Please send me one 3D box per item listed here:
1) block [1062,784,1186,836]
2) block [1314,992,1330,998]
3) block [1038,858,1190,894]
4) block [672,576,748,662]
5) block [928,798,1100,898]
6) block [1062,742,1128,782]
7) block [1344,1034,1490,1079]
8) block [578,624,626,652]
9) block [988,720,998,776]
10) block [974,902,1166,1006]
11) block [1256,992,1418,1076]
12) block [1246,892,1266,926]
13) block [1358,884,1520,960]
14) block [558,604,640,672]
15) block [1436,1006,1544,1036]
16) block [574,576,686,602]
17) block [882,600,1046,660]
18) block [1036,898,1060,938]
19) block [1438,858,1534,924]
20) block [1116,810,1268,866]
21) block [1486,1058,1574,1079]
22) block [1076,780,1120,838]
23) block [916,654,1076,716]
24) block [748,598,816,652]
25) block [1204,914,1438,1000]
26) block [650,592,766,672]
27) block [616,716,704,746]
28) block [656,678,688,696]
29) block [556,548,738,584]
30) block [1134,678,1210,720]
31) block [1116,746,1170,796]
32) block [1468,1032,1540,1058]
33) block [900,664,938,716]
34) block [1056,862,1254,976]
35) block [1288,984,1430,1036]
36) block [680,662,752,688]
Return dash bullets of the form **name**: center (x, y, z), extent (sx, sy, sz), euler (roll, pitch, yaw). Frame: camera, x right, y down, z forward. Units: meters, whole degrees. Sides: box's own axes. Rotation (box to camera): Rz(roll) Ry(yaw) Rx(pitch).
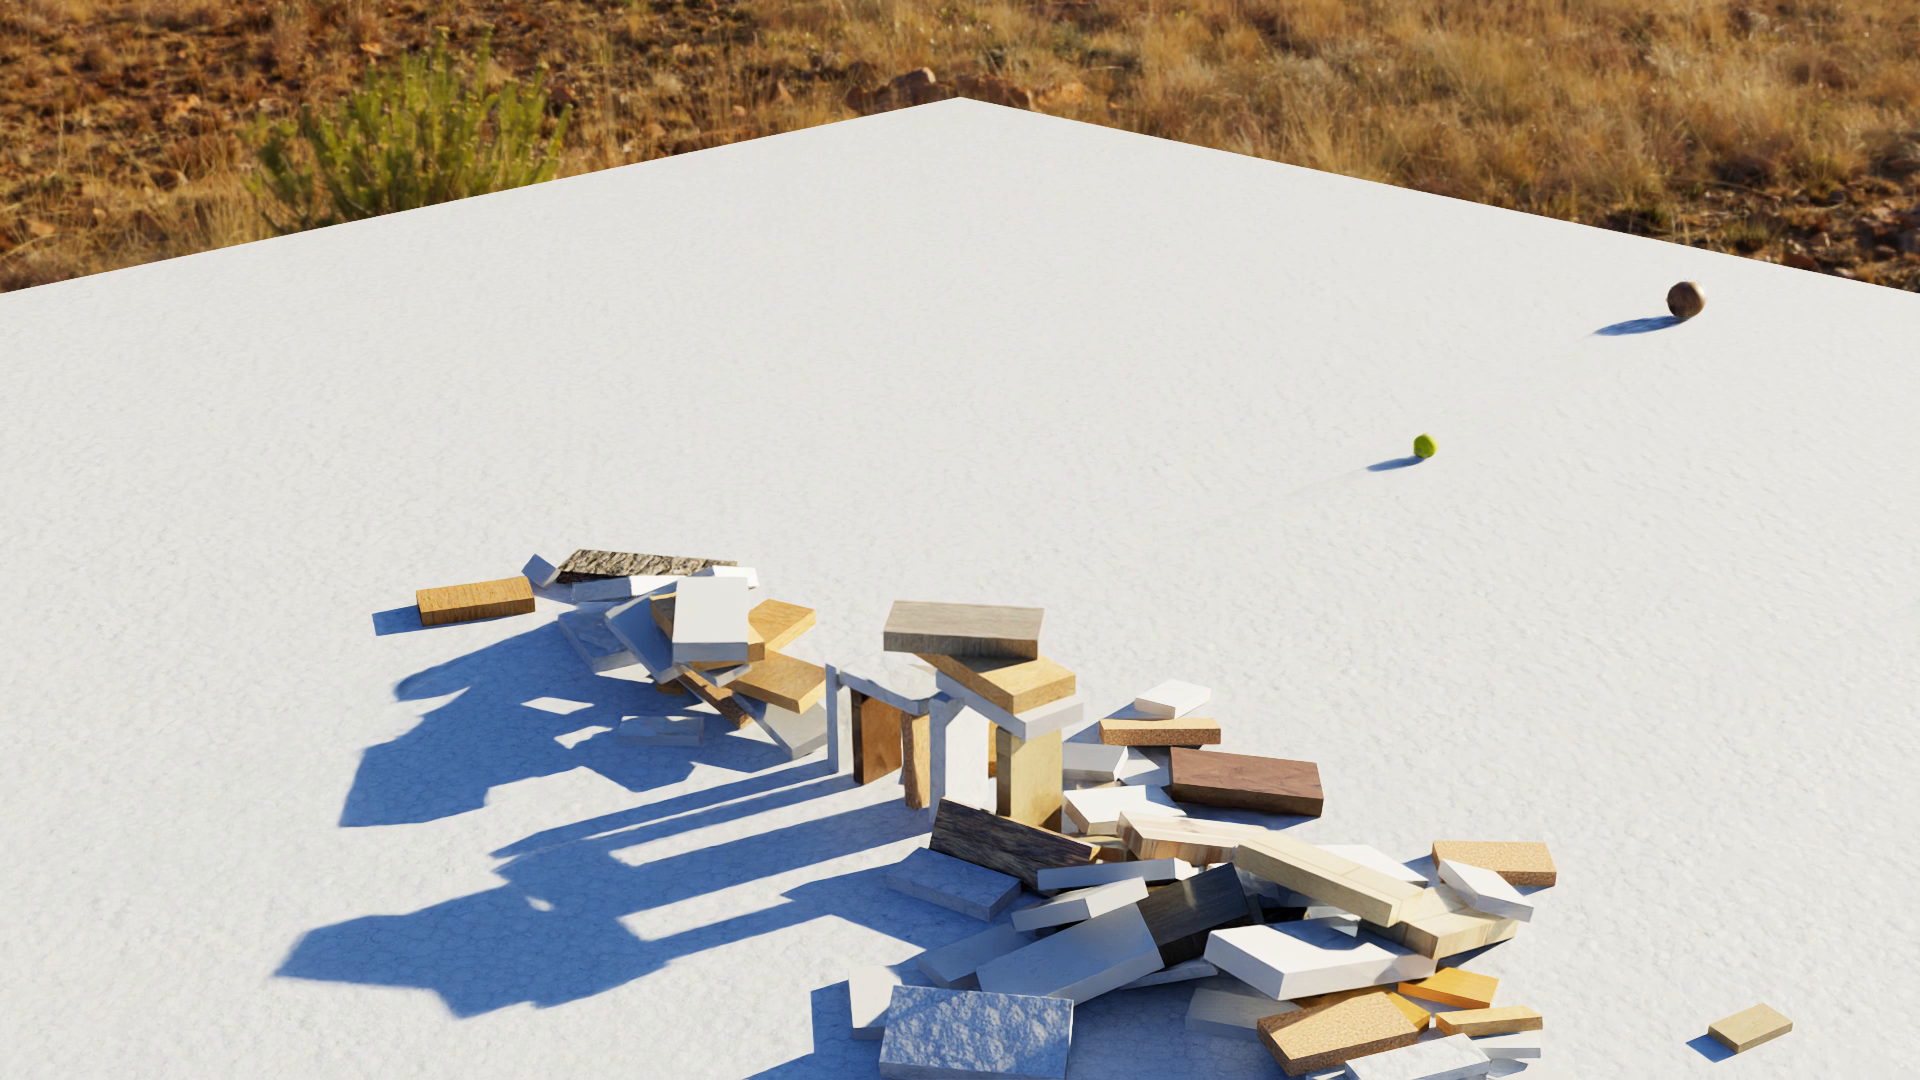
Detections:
- **block**: center (0.324, 0.538, 4.383), extent (0.229, 0.032, 0.114), euler (0, 27, -29)
- **block**: center (0.604, 0.744, 3.888), extent (0.091, 0.026, 0.182), euler (-16, 25, -33)
- **block**: center (0.283, 0.616, 4.026), extent (0.256, 0.036, 0.128), euler (-8, -15, 17)
- **block**: center (-0.541, 0.170, 4.798), extent (0.157, 0.044, 0.342), euler (0, 23, -5)
- **block**: center (0.100, 0.594, 4.210), extent (0.342, 0.114, 0.032), euler (14, 2, 30)
- **block**: center (0.250, 0.462, 4.590), extent (0.182, 0.026, 0.091), euler (1, 31, 23)
- **block**: center (0.750, 0.864, 3.608), extent (0.224, 0.023, 0.080), euler (-8, 24, -18)
- **block**: center (-0.822, 0.226, 5.108), extent (0.119, 0.017, 0.059), euler (16, 28, 33)
- **block**: center (0.035, 0.427, 4.708), extent (0.124, 0.035, 0.247), euler (2, 23, 6)
- **block**: center (0.188, 0.743, 3.821), extent (0.307, 0.043, 0.153), euler (-23, 25, -1)
- **block**: center (0.632, 0.826, 3.684), extent (0.238, 0.034, 0.119), euler (-8, 24, -18)
- **block**: center (0.442, 0.708, 3.935), extent (0.215, 0.026, 0.090), euler (-23, 30, 7)
- **block**: center (0.869, 0.686, 3.971), extent (0.153, 0.043, 0.307), euler (21, 13, 39)
- **block**: center (-0.841, 0.228, 5.173), extent (0.135, 0.038, 0.270), euler (-11, 25, -24)
- **block**: center (0.904, 0.823, 3.758), extent (0.160, 0.023, 0.080), euler (-3, 2, -8)
- **block**: center (-0.775, 0.116, 5.245), extent (0.152, 0.043, 0.304), euler (-7, -3, 21)
- **block**: center (0.009, 0.177, 4.353), extent (0.304, 0.043, 0.152), euler (3, 23, 7)
- **block**: center (0.238, 0.709, 4.057), extent (0.181, 0.026, 0.090), euler (6, 24, 14)
- **block**: center (0.974, 0.650, 4.084), extent (0.109, 0.031, 0.218), euler (15, 7, -7)
- **block**: center (0.467, 0.581, 4.221), extent (0.301, 0.043, 0.151), euler (8, 11, -14)
- **block**: center (0.942, 0.893, 3.632), extent (0.132, 0.019, 0.066), euler (10, 25, 22)
- **block**: center (0.283, 0.544, 4.445), extent (0.091, 0.026, 0.182), euler (1, 23, 0)
- **block**: center (0.052, 0.236, 4.322), extent (0.151, 0.043, 0.371), euler (-16, 27, -33)
- **block**: center (-0.484, 0.230, 5.170), extent (0.135, 0.038, 0.336), euler (12, 26, 25)
- **block**: center (0.629, 0.715, 3.796), extent (0.424, 0.048, 0.171), euler (3, 14, -42)
- **block**: center (-0.559, 0.194, 4.854), extent (0.157, 0.044, 0.314), euler (-9, 25, -24)
- **block**: center (-0.646, 0.414, 4.754), extent (0.176, 0.025, 0.088), euler (0, 23, 1)
- **block**: center (-0.636, 0.316, 4.993), extent (0.059, 0.017, 0.119), euler (8, 24, 17)
- **block**: center (-0.782, 0.080, 5.483), extent (0.443, 0.036, 0.128), euler (4, 26, 19)
- **block**: center (0.470, 0.350, 4.853), extent (0.097, 0.028, 0.194), euler (13, 15, 27)
- **block**: center (0.359, 0.486, 4.581), extent (0.097, 0.028, 0.194), euler (-12, 26, -26)
- **block**: center (0.906, 0.849, 3.696), extent (0.132, 0.019, 0.066), euler (-3, 9, 12)
- **block**: center (-0.098, 0.349, 4.894), extent (0.124, 0.035, 0.248), euler (2, 23, 5)
- **block**: center (0.346, 0.694, 3.906), extent (0.341, 0.048, 0.171), euler (-21, 23, 5)
- **block**: center (0.683, 0.805, 3.820), extent (0.119, 0.034, 0.238), euler (-18, 29, -36)
- **block**: center (-0.542, 0.262, 4.804), extent (0.088, 0.025, 0.176), euler (-27, 35, -29)
